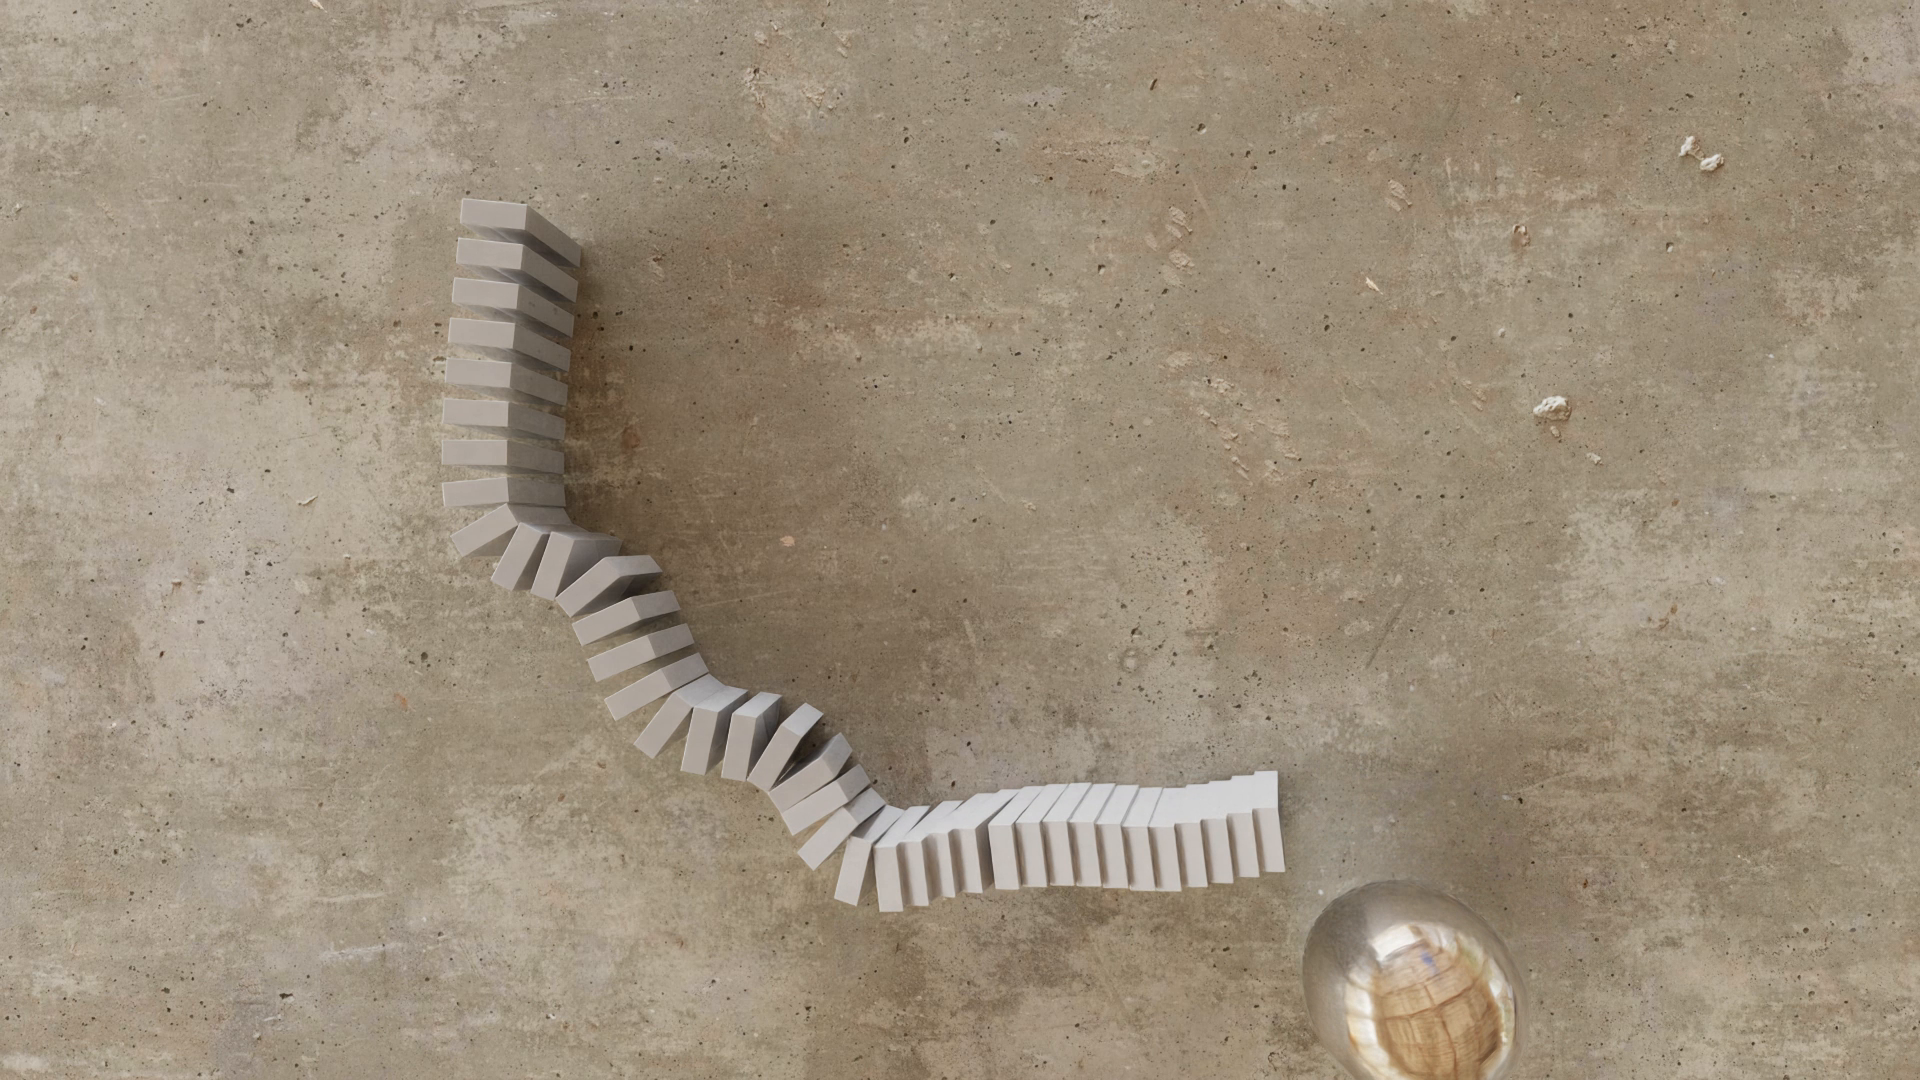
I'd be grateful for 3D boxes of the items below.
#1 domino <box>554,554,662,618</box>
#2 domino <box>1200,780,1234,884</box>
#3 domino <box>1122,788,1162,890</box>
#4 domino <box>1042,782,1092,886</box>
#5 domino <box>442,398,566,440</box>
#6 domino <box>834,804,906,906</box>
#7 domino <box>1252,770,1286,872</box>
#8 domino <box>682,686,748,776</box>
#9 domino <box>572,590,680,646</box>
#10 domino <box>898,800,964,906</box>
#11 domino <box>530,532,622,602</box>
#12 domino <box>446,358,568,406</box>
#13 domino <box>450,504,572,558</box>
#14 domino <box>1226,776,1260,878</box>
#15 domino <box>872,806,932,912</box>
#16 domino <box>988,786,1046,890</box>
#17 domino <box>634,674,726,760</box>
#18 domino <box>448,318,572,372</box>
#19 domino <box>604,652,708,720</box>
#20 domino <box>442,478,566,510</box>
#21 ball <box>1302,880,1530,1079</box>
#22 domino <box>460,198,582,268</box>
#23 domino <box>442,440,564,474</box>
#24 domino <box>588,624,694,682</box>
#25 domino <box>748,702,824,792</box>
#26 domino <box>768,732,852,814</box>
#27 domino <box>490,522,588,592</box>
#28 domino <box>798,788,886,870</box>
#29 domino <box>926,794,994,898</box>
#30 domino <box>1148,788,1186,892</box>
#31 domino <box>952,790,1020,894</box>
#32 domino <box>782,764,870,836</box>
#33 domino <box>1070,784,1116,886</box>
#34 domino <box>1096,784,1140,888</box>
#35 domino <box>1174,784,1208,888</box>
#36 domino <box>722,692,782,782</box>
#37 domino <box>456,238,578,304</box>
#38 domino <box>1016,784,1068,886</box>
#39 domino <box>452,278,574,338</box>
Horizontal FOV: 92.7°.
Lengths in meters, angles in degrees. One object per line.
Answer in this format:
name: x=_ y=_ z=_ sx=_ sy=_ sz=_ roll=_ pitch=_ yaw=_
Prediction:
domino: x=-0.142 y=0.018 z=0.375 sx=0.025 sy=0.050 sz=0.010 roll=-40 pitch=90 yaw=0
domino: x=0.107 y=0.118 z=0.375 sx=0.009 sy=0.050 sz=0.025 roll=-7 pitch=90 yaw=19
domino: x=0.077 y=0.121 z=0.375 sx=0.010 sy=0.050 sz=0.025 roll=-7 pitch=90 yaw=19
domino: x=0.046 y=0.119 z=0.375 sx=0.009 sy=0.050 sz=0.025 roll=-7 pitch=90 yaw=19
domino: x=-0.185 y=-0.049 z=0.375 sx=0.025 sy=0.050 sz=0.010 roll=3 pitch=90 yaw=0
domino: x=-0.036 y=0.128 z=0.375 sx=0.009 sy=0.050 sz=0.025 roll=13 pitch=90 yaw=12
domino: x=0.126 y=0.114 z=0.375 sx=0.009 sy=0.050 sz=0.025 roll=-7 pitch=90 yaw=19
domino: x=-0.099 y=0.077 z=0.375 sx=0.009 sy=0.050 sz=0.025 roll=12 pitch=90 yaw=0
domino: x=-0.135 y=0.031 z=0.375 sx=0.025 sy=0.050 sz=0.010 roll=-25 pitch=90 yaw=0
domino: x=-0.010 y=0.127 z=0.375 sx=0.009 sy=0.050 sz=0.025 roll=-7 pitch=90 yaw=19
domino: x=-0.156 y=0.010 z=0.375 sx=0.010 sy=0.050 sz=0.025 roll=19 pitch=90 yaw=0
domino: x=-0.184 y=-0.064 z=0.375 sx=0.025 sy=0.050 sz=0.010 roll=4 pitch=90 yaw=0
domino: x=-0.182 y=-0.004 z=0.375 sx=0.025 sy=0.050 sz=0.010 roll=-30 pitch=90 yaw=0
domino: x=0.117 y=0.116 z=0.375 sx=0.009 sy=0.050 sz=0.025 roll=-7 pitch=90 yaw=19
domino: x=-0.022 y=0.129 z=0.375 sx=0.010 sy=0.050 sz=0.025 roll=-7 pitch=90 yaw=14
domino: x=0.025 y=0.121 z=0.375 sx=0.010 sy=0.050 sz=0.025 roll=-7 pitch=90 yaw=20
domino: x=-0.113 y=0.071 z=0.375 sx=0.010 sy=0.050 sz=0.025 roll=37 pitch=90 yaw=0
domino: x=-0.183 y=-0.079 z=0.375 sx=0.025 sy=0.050 sz=0.010 roll=5 pitch=90 yaw=0
domino: x=-0.123 y=0.059 z=0.375 sx=0.025 sy=0.050 sz=0.009 roll=-29 pitch=90 yaw=0
domino: x=-0.185 y=-0.018 z=0.375 sx=0.025 sy=0.050 sz=0.009 roll=-5 pitch=90 yaw=0
ball: x=0.177 y=0.176 z=0.360 sx=0.080 sy=0.080 sz=0.080 roll=0 pitch=90 yaw=0
domino: x=-0.178 y=-0.125 z=0.375 sx=0.025 sy=0.050 sz=0.010 roll=6 pitch=90 yaw=0
domino: x=-0.185 y=-0.033 z=0.375 sx=0.025 sy=0.050 sz=0.009 roll=0 pitch=90 yaw=0
domino: x=-0.129 y=0.045 z=0.375 sx=0.025 sy=0.050 sz=0.009 roll=-22 pitch=90 yaw=0
domino: x=-0.070 y=0.084 z=0.375 sx=0.009 sy=0.050 sz=0.025 roll=31 pitch=90 yaw=1
domino: x=-0.060 y=0.094 z=0.375 sx=0.025 sy=0.050 sz=0.009 roll=-34 pitch=88 yaw=0
domino: x=-0.169 y=0.006 z=0.375 sx=0.010 sy=0.050 sz=0.025 roll=28 pitch=90 yaw=0
domino: x=-0.047 y=0.117 z=0.375 sx=0.009 sy=0.050 sz=0.025 roll=44 pitch=90 yaw=10
domino: x=0.003 y=0.124 z=0.375 sx=0.009 sy=0.050 sz=0.025 roll=-7 pitch=90 yaw=25
domino: x=0.087 y=0.121 z=0.375 sx=0.010 sy=0.050 sz=0.025 roll=-7 pitch=90 yaw=19
domino: x=0.013 y=0.122 z=0.375 sx=0.010 sy=0.050 sz=0.025 roll=-7 pitch=90 yaw=25
domino: x=-0.054 y=0.105 z=0.375 sx=0.025 sy=0.050 sz=0.010 roll=-32 pitch=82 yaw=0
domino: x=0.056 y=0.119 z=0.375 sx=0.009 sy=0.050 sz=0.025 roll=-7 pitch=90 yaw=19
domino: x=0.066 y=0.120 z=0.375 sx=0.010 sy=0.050 sz=0.025 roll=-7 pitch=90 yaw=19
domino: x=0.097 y=0.120 z=0.375 sx=0.009 sy=0.050 sz=0.025 roll=-7 pitch=90 yaw=19
domino: x=-0.084 y=0.079 z=0.375 sx=0.010 sy=0.050 sz=0.025 roll=10 pitch=90 yaw=0
domino: x=-0.180 y=-0.109 z=0.375 sx=0.025 sy=0.050 sz=0.009 roll=6 pitch=90 yaw=0
domino: x=0.036 y=0.120 z=0.375 sx=0.009 sy=0.050 sz=0.025 roll=-7 pitch=90 yaw=20
domino: x=-0.181 y=-0.094 z=0.375 sx=0.025 sy=0.050 sz=0.010 roll=6 pitch=90 yaw=0
